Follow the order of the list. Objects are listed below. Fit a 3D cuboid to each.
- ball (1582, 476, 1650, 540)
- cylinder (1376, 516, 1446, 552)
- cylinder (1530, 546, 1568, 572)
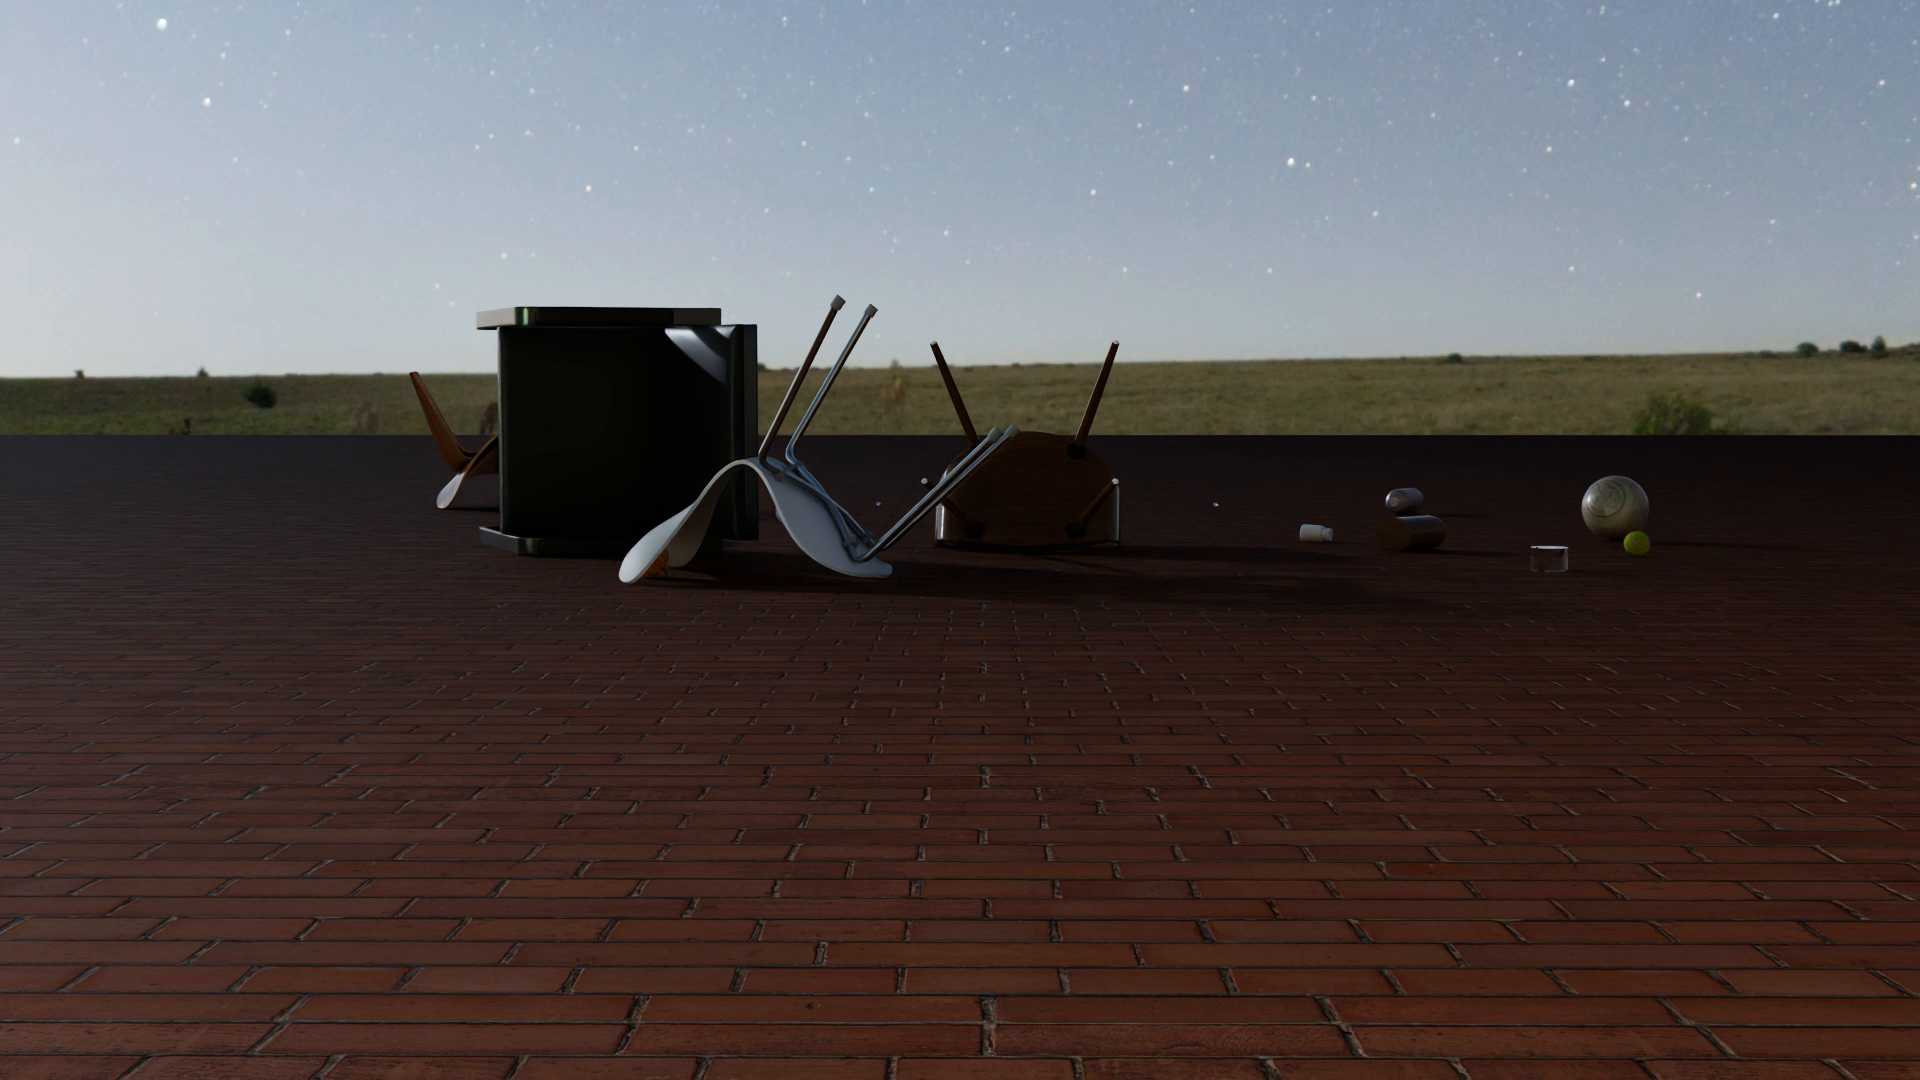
[{"bbox_3d":[1.941,-0.095,6.515,0.193,0.193,0.193,0,4,0],"label":"ball"},{"bbox_3d":[1.256,-0.018,6.122,0.162,0.094,0.123,-4,2,-43],"label":"cylinder"},{"bbox_3d":[1.459,0.047,5.445,0.090,0.057,0.094,3,5,36],"label":"cylinder"}]
